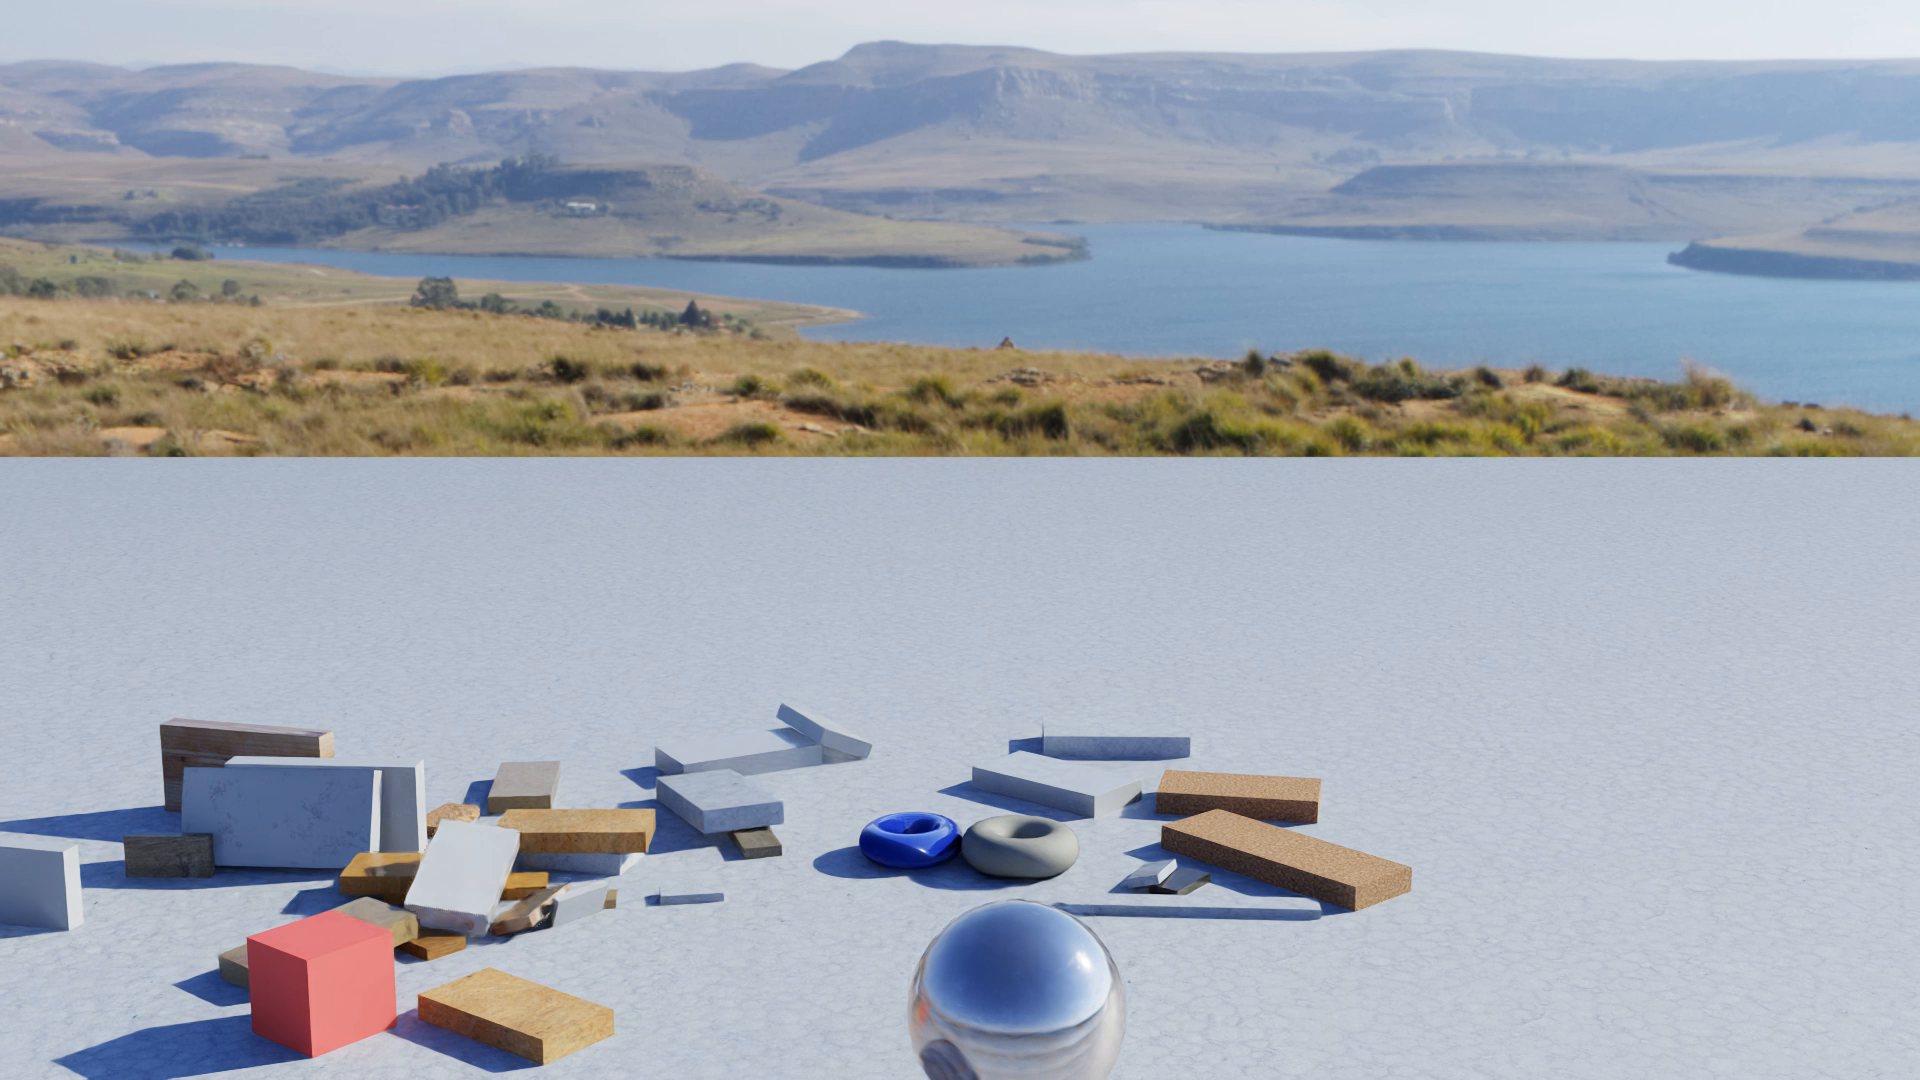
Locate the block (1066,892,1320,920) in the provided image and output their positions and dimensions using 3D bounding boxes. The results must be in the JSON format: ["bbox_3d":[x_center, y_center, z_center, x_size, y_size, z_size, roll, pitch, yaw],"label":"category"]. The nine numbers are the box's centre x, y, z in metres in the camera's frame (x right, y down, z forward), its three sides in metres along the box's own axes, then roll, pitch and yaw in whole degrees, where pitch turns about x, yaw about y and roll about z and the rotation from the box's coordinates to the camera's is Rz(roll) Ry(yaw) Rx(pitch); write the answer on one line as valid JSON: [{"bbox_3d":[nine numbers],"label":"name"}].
[{"bbox_3d":[0.379,0.597,3.589,0.412,0.016,0.055,1,11,4],"label":"block"}]

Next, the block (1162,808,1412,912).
[{"bbox_3d":[0.556,0.547,3.787,0.149,0.042,0.433,-9,14,-41],"label":"block"}]

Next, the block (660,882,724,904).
[{"bbox_3d":[-0.445,0.586,3.648,0.104,0.015,0.052,-2,11,-10],"label":"block"}]

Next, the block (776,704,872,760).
[{"bbox_3d":[-0.281,0.392,4.526,0.115,0.033,0.230,21,-1,-29],"label":"block"}]

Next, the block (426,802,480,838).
[{"bbox_3d":[-0.945,0.513,4.030,0.068,0.019,0.136,3,11,18],"label":"block"}]

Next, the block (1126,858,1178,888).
[{"bbox_3d":[0.324,0.563,3.714,0.055,0.016,0.111,-12,2,22],"label":"block"}]

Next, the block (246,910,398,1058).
[{"bbox_3d":[-0.899,0.623,3.102,0.142,0.142,0.142,8,13,38],"label":"block"}]

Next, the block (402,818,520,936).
[{"bbox_3d":[-0.804,0.543,3.556,0.132,0.037,0.264,9,22,-3],"label":"block"}]

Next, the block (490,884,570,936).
[{"bbox_3d":[-0.688,0.593,3.530,0.070,0.020,0.140,-16,7,19],"label":"block"}]

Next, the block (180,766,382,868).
[{"bbox_3d":[-1.171,0.479,3.793,0.334,0.167,0.047,1,-7,4],"label":"block"}]

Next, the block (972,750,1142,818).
[{"bbox_3d":[0.184,0.467,4.219,0.297,0.042,0.148,9,14,40],"label":"block"}]

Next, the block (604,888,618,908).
[{"bbox_3d":[-0.617,0.592,3.620,0.104,0.015,0.052,-1,11,-5],"label":"block"}]

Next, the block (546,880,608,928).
[{"bbox_3d":[-0.616,0.586,3.543,0.015,0.052,0.103,33,28,32],"label":"block"}]

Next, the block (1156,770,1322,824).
[{"bbox_3d":[0.526,0.482,4.137,0.297,0.042,0.149,2,11,11],"label":"block"}]

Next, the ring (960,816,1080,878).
[{"bbox_3d":[0.105,0.530,3.806,0.206,0.069,0.206,1,10,0],"label":"ring"}]

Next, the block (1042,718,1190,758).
[{"bbox_3d":[0.321,0.407,4.541,0.298,0.042,0.149,0,11,1],"label":"block"}]

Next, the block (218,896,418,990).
[{"bbox_3d":[-0.976,0.619,3.353,0.132,0.037,0.264,9,18,39],"label":"block"}]

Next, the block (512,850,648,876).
[{"bbox_3d":[-0.693,0.538,3.849,0.262,0.037,0.131,3,11,14],"label":"block"}]

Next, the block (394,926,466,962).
[{"bbox_3d":[-0.844,0.623,3.439,0.140,0.020,0.070,9,14,41],"label":"block"}]

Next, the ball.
[{"bbox_3d":[0.073,0.604,2.821,0.283,0.283,0.283,0,11,0],"label":"ball"}]

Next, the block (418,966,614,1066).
[{"bbox_3d":[-0.631,0.673,3.120,0.264,0.037,0.132,8,13,37],"label":"block"}]

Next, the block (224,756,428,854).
[{"bbox_3d":[-1.112,0.470,3.860,0.339,0.167,0.047,1,11,4],"label":"block"}]

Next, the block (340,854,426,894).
[{"bbox_3d":[-0.900,0.555,3.656,0.229,0.033,0.115,0,11,0],"label":"block"}]

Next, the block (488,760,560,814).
[{"bbox_3d":[-0.833,0.472,4.213,0.115,0.033,0.230,-1,11,-5],"label":"block"}]

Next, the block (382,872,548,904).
[{"bbox_3d":[-0.822,0.580,3.665,0.264,0.021,0.073,-1,11,-7],"label":"block"}]

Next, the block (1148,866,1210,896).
[{"bbox_3d":[0.370,0.577,3.697,0.055,0.016,0.111,7,13,35],"label":"block"}]

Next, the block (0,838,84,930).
[{"bbox_3d":[-1.664,0.542,3.566,0.519,0.131,0.037,3,11,14],"label":"block"}]

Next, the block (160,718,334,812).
[{"bbox_3d":[-1.320,0.429,4.080,0.334,0.167,0.047,3,11,15],"label":"block"}]

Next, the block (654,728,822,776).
[{"bbox_3d":[-0.444,0.432,4.406,0.298,0.042,0.149,-6,12,-29],"label":"block"}]

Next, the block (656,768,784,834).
[{"bbox_3d":[-0.448,0.481,4.069,0.149,0.042,0.319,-4,7,-23],"label":"block"}]

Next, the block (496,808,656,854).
[{"bbox_3d":[-0.669,0.505,3.821,0.262,0.037,0.131,0,11,-1],"label":"block"}]

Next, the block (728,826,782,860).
[{"bbox_3d":[-0.365,0.535,3.913,0.068,0.019,0.136,-3,11,-17],"label":"block"}]

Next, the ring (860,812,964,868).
[{"bbox_3d":[-0.085,0.526,3.852,0.184,0.061,0.184,-1,11,0],"label":"ring"}]

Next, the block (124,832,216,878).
[{"bbox_3d":[-1.349,0.538,3.752,0.146,0.073,0.021,0,11,1],"label":"block"}]
